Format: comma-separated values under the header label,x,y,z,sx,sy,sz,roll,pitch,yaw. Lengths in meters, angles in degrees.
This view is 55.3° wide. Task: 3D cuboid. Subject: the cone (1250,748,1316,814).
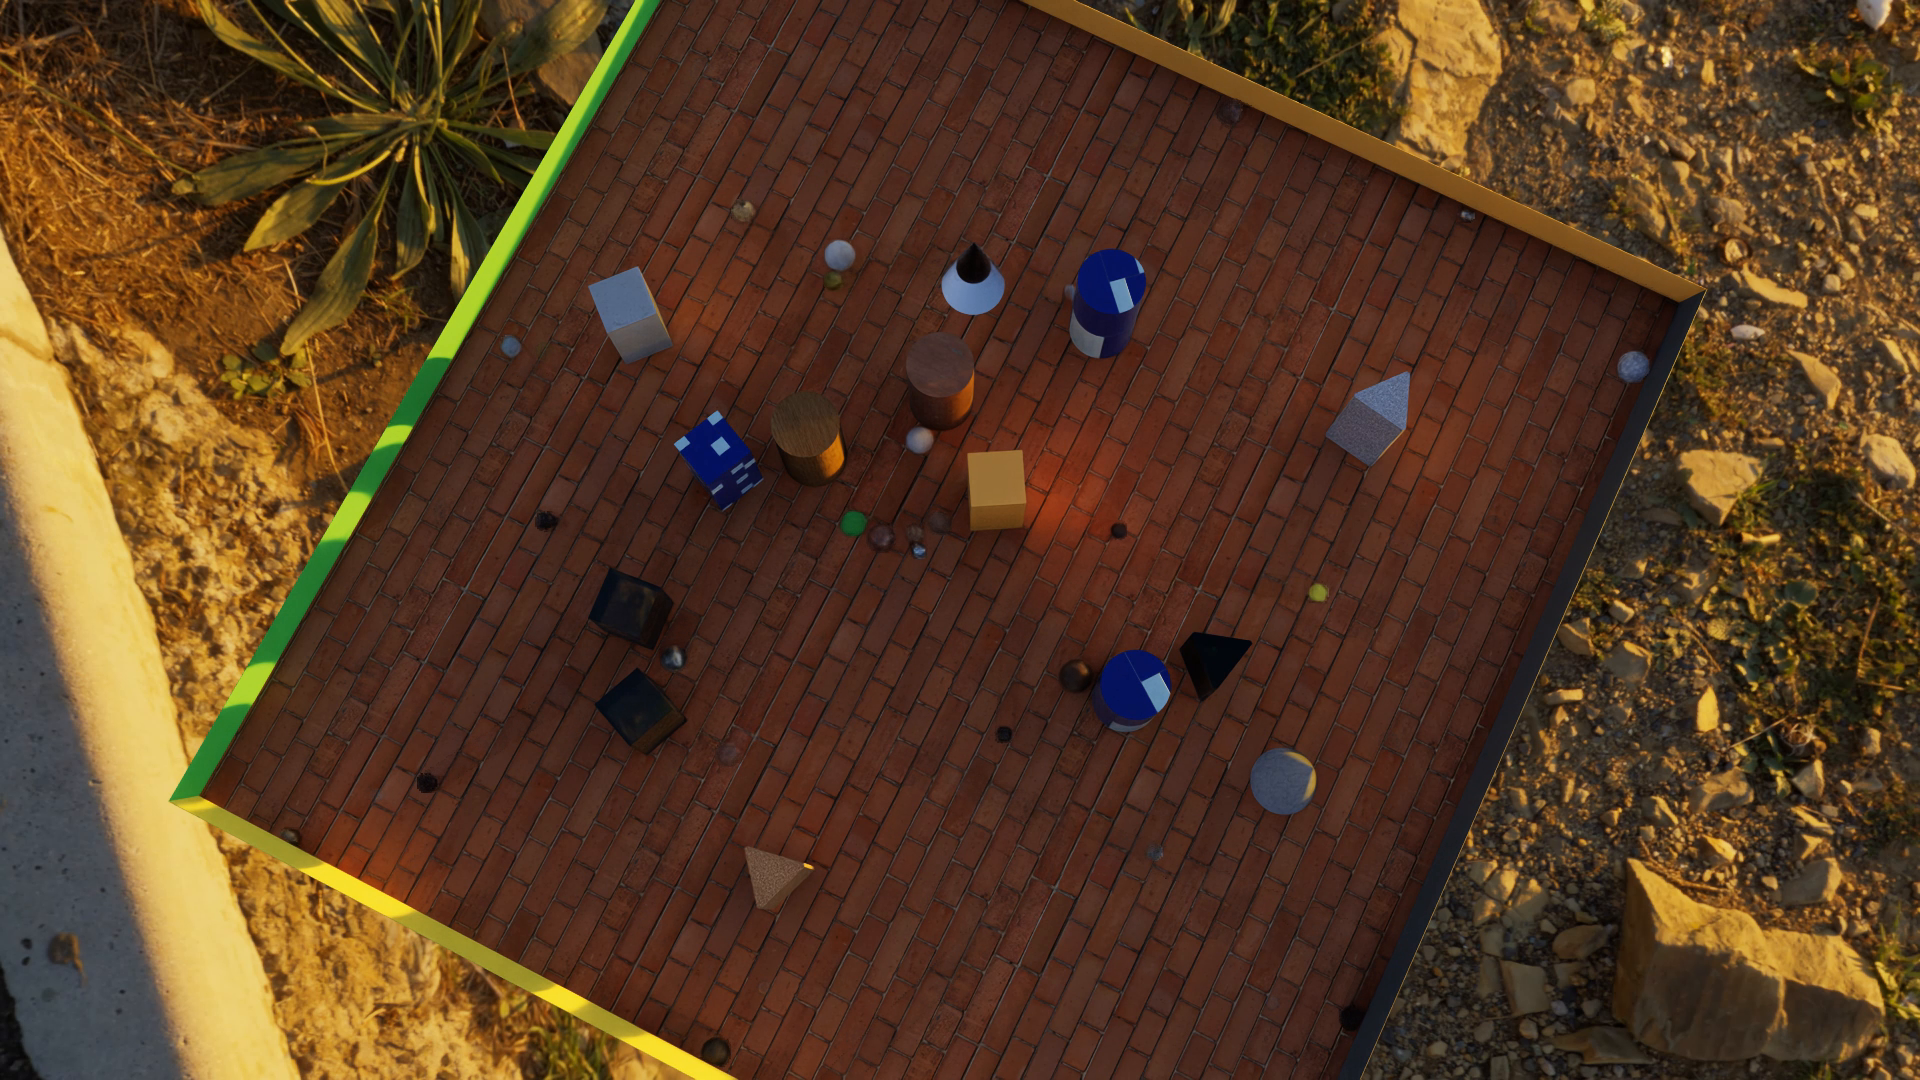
label,x,y,z,sx,sy,sz,roll,pitch,yaw
cone,0.966,0.671,5.236,0.200,0.474,0.200,0,78,0

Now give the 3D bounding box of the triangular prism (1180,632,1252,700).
label,x,y,z,sx,sy,sz,roll,pitch,yaw
triangular prism,0.724,0.343,5.393,0.150,0.300,0.173,38,81,7

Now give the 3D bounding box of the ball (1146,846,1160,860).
label,x,y,z,sx,sy,sz,roll,pitch,yaw
ball,0.571,0.922,5.404,0.043,0.043,0.043,0,78,0

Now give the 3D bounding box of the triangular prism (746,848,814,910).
label,x,y,z,sx,sy,sz,roll,pitch,yaw
triangular prism,-0.545,0.941,5.249,0.173,0.338,0.150,-43,81,-8

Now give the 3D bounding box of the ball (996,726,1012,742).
label,x,y,z,sx,sy,sz,roll,pitch,yaw
ball,0.132,0.581,5.472,0.047,0.047,0.047,0,78,0

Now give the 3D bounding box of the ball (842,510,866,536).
label,x,y,z,sx,sy,sz,roll,pitch,yaw
ball,-0.323,-0.051,5.588,0.078,0.078,0.078,0,78,0

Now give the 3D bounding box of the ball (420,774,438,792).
label,x,y,z,sx,sy,sz,roll,pitch,yaw
ball,-1.578,0.721,5.440,0.053,0.053,0.053,0,78,0

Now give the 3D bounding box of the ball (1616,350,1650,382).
label,x,y,z,sx,sy,sz,roll,pitch,yaw
ball,2.087,-0.538,5.678,0.097,0.097,0.097,0,78,0

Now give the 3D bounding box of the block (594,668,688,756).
label,x,y,z,sx,sy,sz,roll,pitch,yaw
block,-0.929,0.505,5.361,0.160,0.295,0.160,-41,81,-8

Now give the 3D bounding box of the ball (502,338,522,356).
label,x,y,z,sx,sy,sz,roll,pitch,yaw
ball,-1.398,-0.602,5.710,0.060,0.060,0.060,0,78,0

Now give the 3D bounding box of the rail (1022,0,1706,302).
label,x,y,z,sx,sy,sz,roll,pitch,yaw
rail,0.763,-1.487,5.857,3.418,0.130,0.045,26,80,5

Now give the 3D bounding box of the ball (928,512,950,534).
label,x,y,z,sx,sy,sz,roll,pitch,yaw
ball,-0.063,-0.053,5.592,0.069,0.069,0.069,0,78,0

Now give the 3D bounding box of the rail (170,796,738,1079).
label,x,y,z,sx,sy,sz,roll,pitch,yaw
rail,-0.763,1.501,5.239,3.418,0.130,0.045,26,80,5

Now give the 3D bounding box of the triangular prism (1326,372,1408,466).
label,x,y,z,sx,sy,sz,roll,pitch,yaw
triangular prism,1.246,-0.380,5.473,0.173,0.435,0.150,36,81,7

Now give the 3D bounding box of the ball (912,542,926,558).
label,x,y,z,sx,sy,sz,roll,pitch,yaw
ball,-0.125,0.030,5.587,0.045,0.045,0.045,0,78,0

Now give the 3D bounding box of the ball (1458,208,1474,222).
label,x,y,z,sx,sy,sz,roll,pitch,yaw
ball,1.602,-1.031,5.806,0.047,0.047,0.047,0,78,0

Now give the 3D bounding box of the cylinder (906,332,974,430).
label,x,y,z,sx,sy,sz,roll,pitch,yaw
cylinder,-0.058,-0.473,5.525,0.200,0.371,0.200,0,78,0

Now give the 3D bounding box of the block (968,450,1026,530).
label,x,y,z,sx,sy,sz,roll,pitch,yaw
block,0.107,-0.145,5.475,0.160,0.336,0.160,-4,78,-1

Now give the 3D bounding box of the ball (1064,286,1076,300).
label,x,y,z,sx,sy,sz,roll,pitch,yaw
ball,0.350,-0.776,5.754,0.046,0.046,0.046,0,78,0

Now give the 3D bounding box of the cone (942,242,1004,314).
label,x,y,z,sx,sy,sz,roll,pitch,yaw
cone,0.042,-0.844,5.601,0.200,0.373,0.200,0,78,0

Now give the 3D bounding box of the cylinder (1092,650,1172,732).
label,x,y,z,sx,sy,sz,roll,pitch,yaw
cylinder,0.497,0.444,5.350,0.200,0.342,0.200,0,78,0

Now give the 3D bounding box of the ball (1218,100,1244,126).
label,x,y,z,sx,sy,sz,roll,pitch,yaw
ball,0.867,-1.367,5.858,0.082,0.082,0.082,0,78,0

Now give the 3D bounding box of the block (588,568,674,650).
label,x,y,z,sx,sy,sz,roll,pitch,yaw
block,-0.974,0.208,5.441,0.160,0.259,0.160,21,79,4

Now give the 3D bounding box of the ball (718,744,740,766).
label,x,y,z,sx,sy,sz,roll,pitch,yaw
ball,-0.689,0.637,5.451,0.065,0.065,0.065,0,78,0

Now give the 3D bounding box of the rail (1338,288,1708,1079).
label,x,y,z,sx,sy,sz,roll,pitch,yaw
rail,1.507,0.745,5.395,0.045,0.130,3.459,26,80,5

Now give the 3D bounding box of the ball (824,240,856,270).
label,x,y,z,sx,sy,sz,roll,pitch,yaw
ball,-0.376,-0.893,5.753,0.095,0.095,0.095,0,78,0

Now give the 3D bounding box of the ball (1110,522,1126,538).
label,x,y,z,sx,sy,sz,roll,pitch,yaw
ball,0.484,-0.029,5.598,0.048,0.048,0.048,0,78,0

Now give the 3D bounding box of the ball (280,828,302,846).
label,x,y,z,sx,sy,sz,roll,pitch,yaw
ball,-1.973,0.880,5.406,0.056,0.056,0.056,0,78,0

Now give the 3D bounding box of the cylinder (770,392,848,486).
label,x,y,z,sx,sy,sz,roll,pitch,yaw
cylinder,-0.448,-0.298,5.490,0.200,0.370,0.200,0,78,0

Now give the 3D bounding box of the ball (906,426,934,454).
label,x,y,z,sx,sy,sz,roll,pitch,yaw
ball,-0.122,-0.307,5.638,0.083,0.083,0.083,0,78,0

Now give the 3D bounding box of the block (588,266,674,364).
label,x,y,z,sx,sy,sz,roll,pitch,yaw
block,-1.002,-0.682,5.596,0.160,0.317,0.160,-23,79,-5

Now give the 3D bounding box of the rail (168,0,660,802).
label,x,y,z,sx,sy,sz,roll,pitch,yaw
rail,-1.507,-0.731,5.701,0.045,0.130,3.459,26,80,5

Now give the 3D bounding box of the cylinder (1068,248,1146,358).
label,x,y,z,sx,sy,sz,roll,pitch,yaw
cylinder,0.442,-0.709,5.544,0.200,0.430,0.200,0,78,0

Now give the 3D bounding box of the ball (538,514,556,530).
label,x,y,z,sx,sy,sz,roll,pitch,yaw
ball,-1.264,-0.056,5.601,0.052,0.052,0.052,0,78,0

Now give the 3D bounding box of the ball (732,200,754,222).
label,x,y,z,sx,sy,sz,roll,pitch,yaw
ball,-0.685,-1.041,5.797,0.068,0.068,0.068,0,78,0

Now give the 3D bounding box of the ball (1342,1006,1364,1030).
label,x,y,z,sx,sy,sz,roll,pitch,yaw
ball,1.136,1.381,5.296,0.068,0.068,0.068,0,78,0

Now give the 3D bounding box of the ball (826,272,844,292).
label,x,y,z,sx,sy,sz,roll,pitch,yaw
ball,-0.393,-0.812,5.753,0.062,0.062,0.062,0,78,0

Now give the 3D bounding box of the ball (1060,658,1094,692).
label,x,y,z,sx,sy,sz,roll,pitch,yaw
ball,0.349,0.405,5.482,0.100,0.100,0.100,0,78,0

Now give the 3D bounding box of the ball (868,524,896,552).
label,x,y,z,sx,sy,sz,roll,pitch,yaw
ball,-0.239,-0.007,5.575,0.084,0.084,0.084,0,78,0

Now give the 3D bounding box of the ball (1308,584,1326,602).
label,x,y,z,sx,sy,sz,roll,pitch,yaw
ball,1.084,0.160,5.555,0.056,0.056,0.056,0,78,0

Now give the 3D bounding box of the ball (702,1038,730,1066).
label,x,y,z,sx,sy,sz,roll,pitch,yaw
ball,-0.703,1.472,5.270,0.082,0.082,0.082,0,78,0

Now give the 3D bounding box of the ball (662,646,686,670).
label,x,y,z,sx,sy,sz,roll,pitch,yaw
ball,-0.859,0.354,5.504,0.076,0.076,0.076,0,78,0

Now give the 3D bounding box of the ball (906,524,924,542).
label,x,y,z,sx,sy,sz,roll,pitch,yaw
ball,-0.137,-0.022,5.592,0.057,0.057,0.057,0,78,0

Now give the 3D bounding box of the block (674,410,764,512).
label,x,y,z,sx,sy,sz,roll,pitch,yaw
block,-0.718,-0.232,5.488,0.160,0.347,0.160,-39,81,-7
